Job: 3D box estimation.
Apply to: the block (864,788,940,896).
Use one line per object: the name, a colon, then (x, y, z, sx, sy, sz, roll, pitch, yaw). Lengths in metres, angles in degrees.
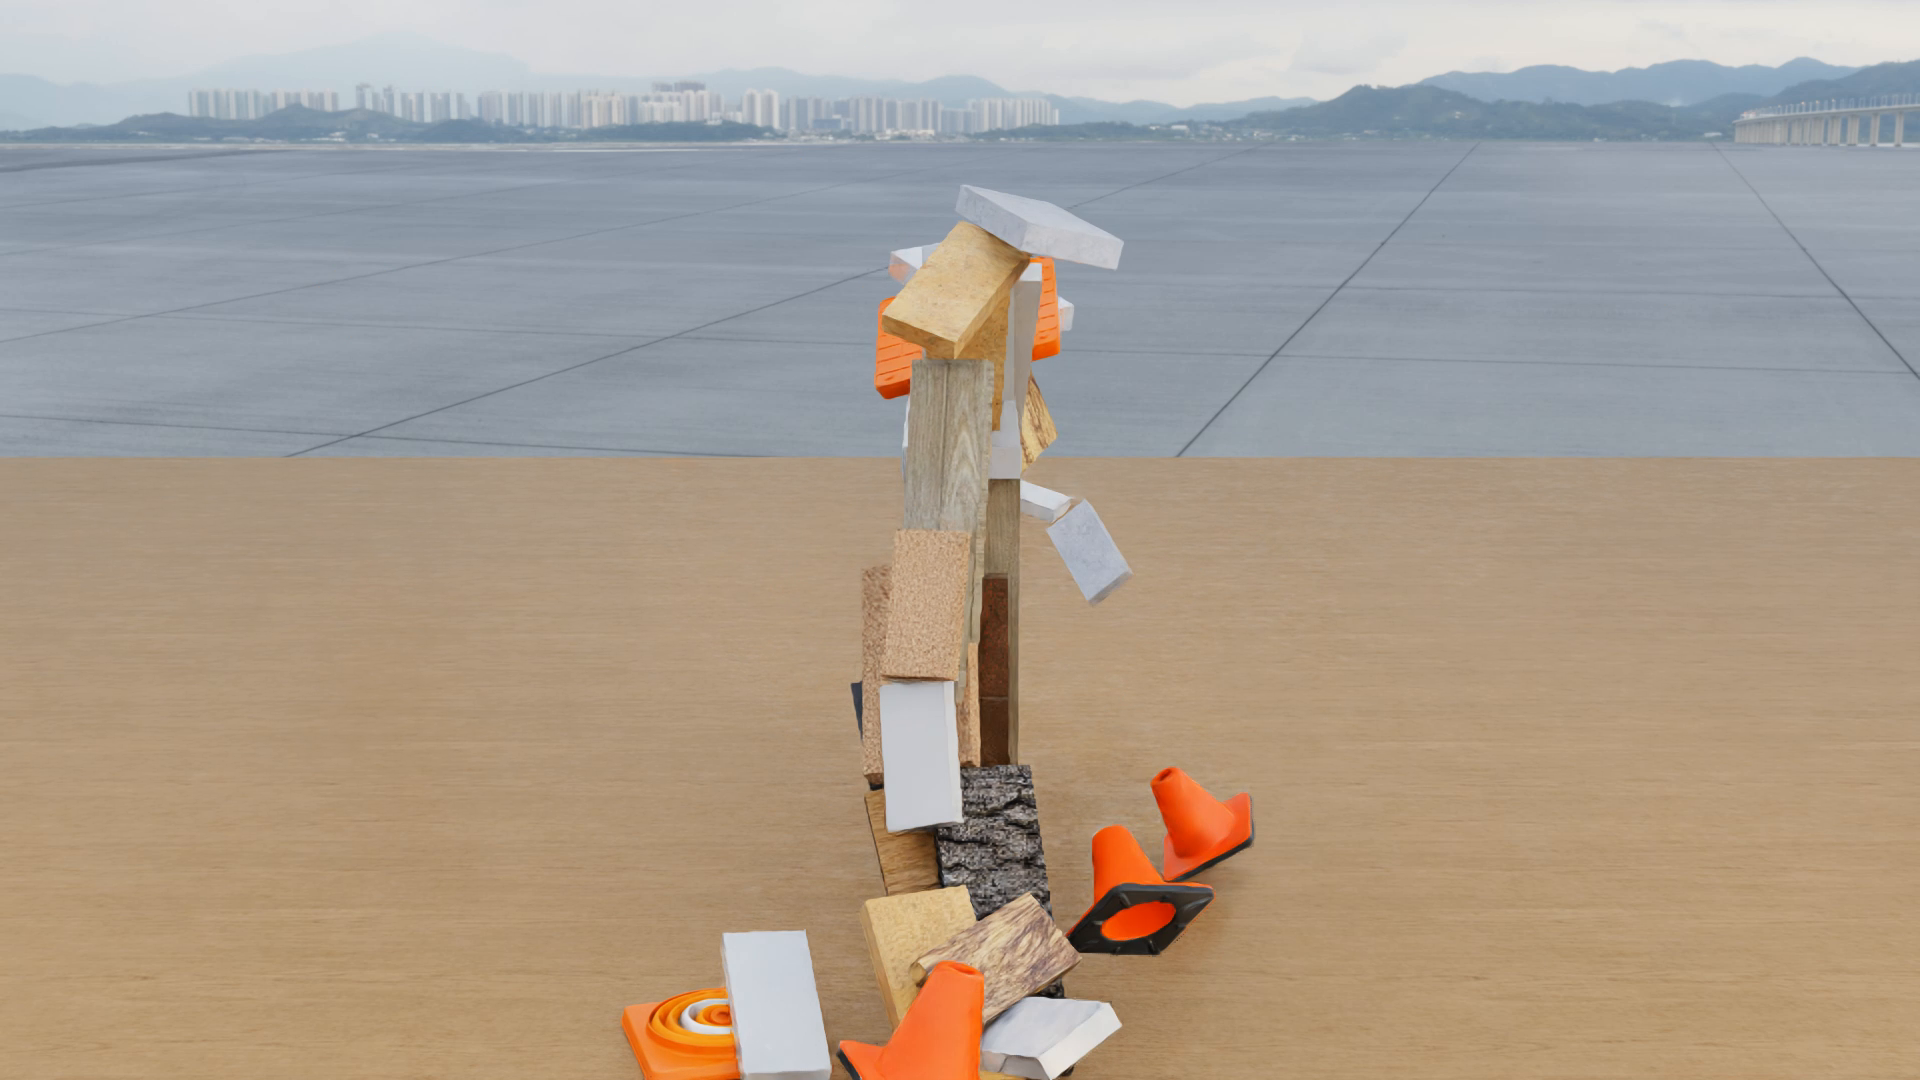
block: (-0.034, 0.483, 3.141, 0.146, 0.292, 0.041, -12, -32, -7)

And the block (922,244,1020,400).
block: (0.015, -0.342, 3.495, 0.150, 0.301, 0.043, 0, 50, -1)

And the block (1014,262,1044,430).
block: (0.038, -0.290, 3.626, 0.150, 0.423, 0.043, 2, 50, -4)

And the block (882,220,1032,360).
block: (-0.003, -0.365, 3.185, 0.118, 0.034, 0.237, 23, 51, 17)

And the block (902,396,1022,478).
block: (0.003, -0.165, 3.465, 0.177, 0.050, 0.355, 0, 16, 0)

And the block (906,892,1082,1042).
block: (0.048, 0.566, 2.928, 0.233, 0.033, 0.117, -22, 66, -46)

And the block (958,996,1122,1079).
block: (0.098, 0.626, 2.771, 0.117, 0.033, 0.233, -32, 5, -25)

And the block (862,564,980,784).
block: (-0.059, 0.189, 3.261, 0.165, 0.330, 0.047, -9, -27, 15)

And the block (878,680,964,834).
block: (-0.056, 0.305, 3.131, 0.106, 0.212, 0.030, -13, -20, 26)

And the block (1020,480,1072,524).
block: (0.113, -0.091, 4.388, 0.198, 0.028, 0.099, 20, 22, 16)

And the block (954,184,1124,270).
block: (0.113, -0.465, 3.253, 0.150, 0.043, 0.301, 8, 16, -22)

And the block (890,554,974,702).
block: (-0.041, 0.124, 3.192, 0.106, 0.212, 0.030, 4, 1, 22)

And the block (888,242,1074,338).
block: (0.036, -0.462, 4.072, 0.171, 0.048, 0.342, -15, 36, -34)

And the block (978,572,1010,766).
block: (-0.007, 0.216, 3.416, 0.165, 0.330, 0.047, 0, 12, 2)

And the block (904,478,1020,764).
block: (0.004, 0.140, 3.467, 0.177, 0.533, 0.050, 1, 22, 2)

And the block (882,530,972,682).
block: (-0.048, 0.092, 3.142, 0.106, 0.212, 0.030, 1, -11, 24)

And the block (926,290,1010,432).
block: (0.008, -0.274, 3.288, 0.118, 0.237, 0.034, 3, 36, -1)

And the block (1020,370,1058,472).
block: (0.068, -0.298, 4.313, 0.048, 0.342, 0.171, 5, 40, 44)

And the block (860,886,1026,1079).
block: (-0.025, 0.608, 2.927, 0.146, 0.041, 0.292, -5, 56, -21)

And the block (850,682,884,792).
block: (-0.044, 0.393, 3.252, 0.165, 0.428, 0.047, -10, -32, -4)

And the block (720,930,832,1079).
block: (-0.252, 0.635, 2.993, 0.117, 0.033, 0.233, 1, 41, -16)

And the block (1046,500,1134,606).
block: (0.251, 0.024, 4.257, 0.028, 0.099, 0.198, 37, 19, -49)

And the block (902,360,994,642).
block: (-0.021, -0.058, 3.230, 0.118, 0.411, 0.034, 2, -2, 22)

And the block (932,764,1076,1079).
block: (0.053, 0.525, 3.059, 0.146, 0.041, 0.456, -2, 55, -9)
